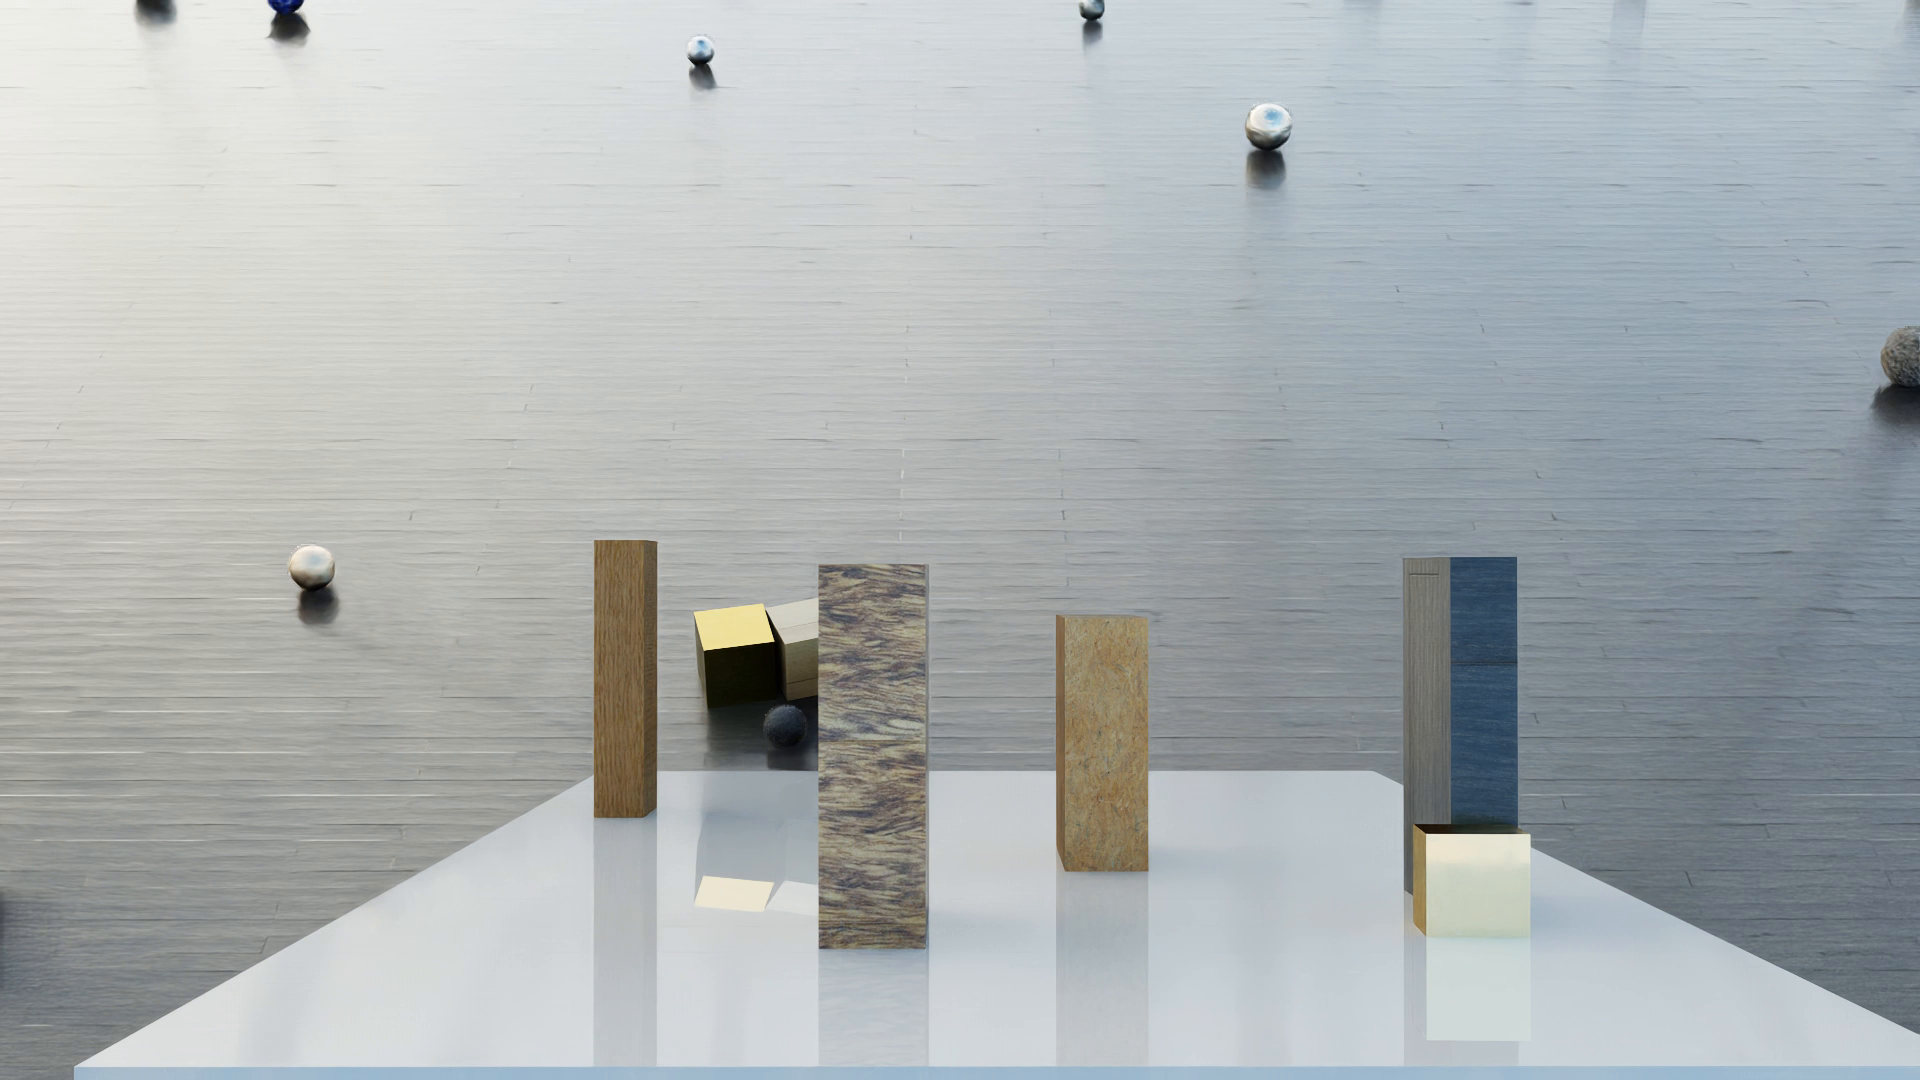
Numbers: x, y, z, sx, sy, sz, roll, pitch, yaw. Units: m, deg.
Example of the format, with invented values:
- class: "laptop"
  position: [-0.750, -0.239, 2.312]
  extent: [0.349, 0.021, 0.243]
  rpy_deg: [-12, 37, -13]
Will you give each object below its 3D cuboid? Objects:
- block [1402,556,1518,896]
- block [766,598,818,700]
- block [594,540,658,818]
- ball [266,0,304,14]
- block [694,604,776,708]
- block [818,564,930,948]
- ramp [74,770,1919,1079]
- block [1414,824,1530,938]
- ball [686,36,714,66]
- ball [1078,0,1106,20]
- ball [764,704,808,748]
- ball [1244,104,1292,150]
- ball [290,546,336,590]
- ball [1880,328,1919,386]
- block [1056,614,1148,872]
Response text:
- class: "block"
  position: [0.772, 0.297, 4.019]
  extent: [0.099, 0.539, 0.408]
  rpy_deg: [0, -1, 0]
- class: "block"
  position: [-0.418, 0.299, 7.177]
  extent: [0.189, 0.189, 0.189]
  rpy_deg: [-11, 34, -17]
- class: "block"
  position: [-0.717, 0.293, 5.569]
  extent: [0.105, 0.584, 0.240]
  rpy_deg: [0, -1, 0]
- class: "ball"
  position: [-3.026, -2.449, 11.608]
  extent: [0.179, 0.179, 0.179]
  rpy_deg: [0, 32, 0]
- class: "block"
  position: [-0.619, 0.319, 7.141]
  extent: [0.192, 0.192, 0.192]
  rpy_deg: [-7, 33, -11]
- class: "block"
  position: [-0.121, 0.300, 3.779]
  extent: [0.147, 0.529, 0.438]
  rpy_deg: [0, -1, 0]
- class: "ramp"
  position: [0.071, 0.625, 4.714]
  extent: [2.000, 0.100, 4.000]
  rpy_deg: [0, -1, 0]
- class: "block"
  position: [0.737, 0.490, 3.739]
  extent: [0.146, 0.146, 0.146]
  rpy_deg: [0, -1, 3]
- class: "ball"
  position: [-1.112, -2.094, 11.088]
  extent: [0.124, 0.124, 0.124]
  rpy_deg: [0, 32, 0]
- class: "ball"
  position: [0.587, -2.373, 11.544]
  extent: [0.117, 0.117, 0.117]
  rpy_deg: [0, 32, 0]
- class: "ball"
  position: [-0.464, 0.498, 6.927]
  extent: [0.115, 0.115, 0.115]
  rpy_deg: [0, 32, 0]
- class: "ball"
  position: [1.226, -1.642, 10.303]
  extent: [0.186, 0.186, 0.186]
  rpy_deg: [0, 32, 0]
- class: "ball"
  position: [-1.895, 0.081, 7.582]
  extent: [0.131, 0.131, 0.131]
  rpy_deg: [0, 32, 0]
- class: "ball"
  position: [3.169, -0.608, 8.634]
  extent: [0.191, 0.191, 0.191]
  rpy_deg: [0, 32, 0]
- class: "block"
  position: [0.253, 0.356, 4.679]
  extent: [0.144, 0.437, 0.409]
  rpy_deg: [0, -1, 0]
